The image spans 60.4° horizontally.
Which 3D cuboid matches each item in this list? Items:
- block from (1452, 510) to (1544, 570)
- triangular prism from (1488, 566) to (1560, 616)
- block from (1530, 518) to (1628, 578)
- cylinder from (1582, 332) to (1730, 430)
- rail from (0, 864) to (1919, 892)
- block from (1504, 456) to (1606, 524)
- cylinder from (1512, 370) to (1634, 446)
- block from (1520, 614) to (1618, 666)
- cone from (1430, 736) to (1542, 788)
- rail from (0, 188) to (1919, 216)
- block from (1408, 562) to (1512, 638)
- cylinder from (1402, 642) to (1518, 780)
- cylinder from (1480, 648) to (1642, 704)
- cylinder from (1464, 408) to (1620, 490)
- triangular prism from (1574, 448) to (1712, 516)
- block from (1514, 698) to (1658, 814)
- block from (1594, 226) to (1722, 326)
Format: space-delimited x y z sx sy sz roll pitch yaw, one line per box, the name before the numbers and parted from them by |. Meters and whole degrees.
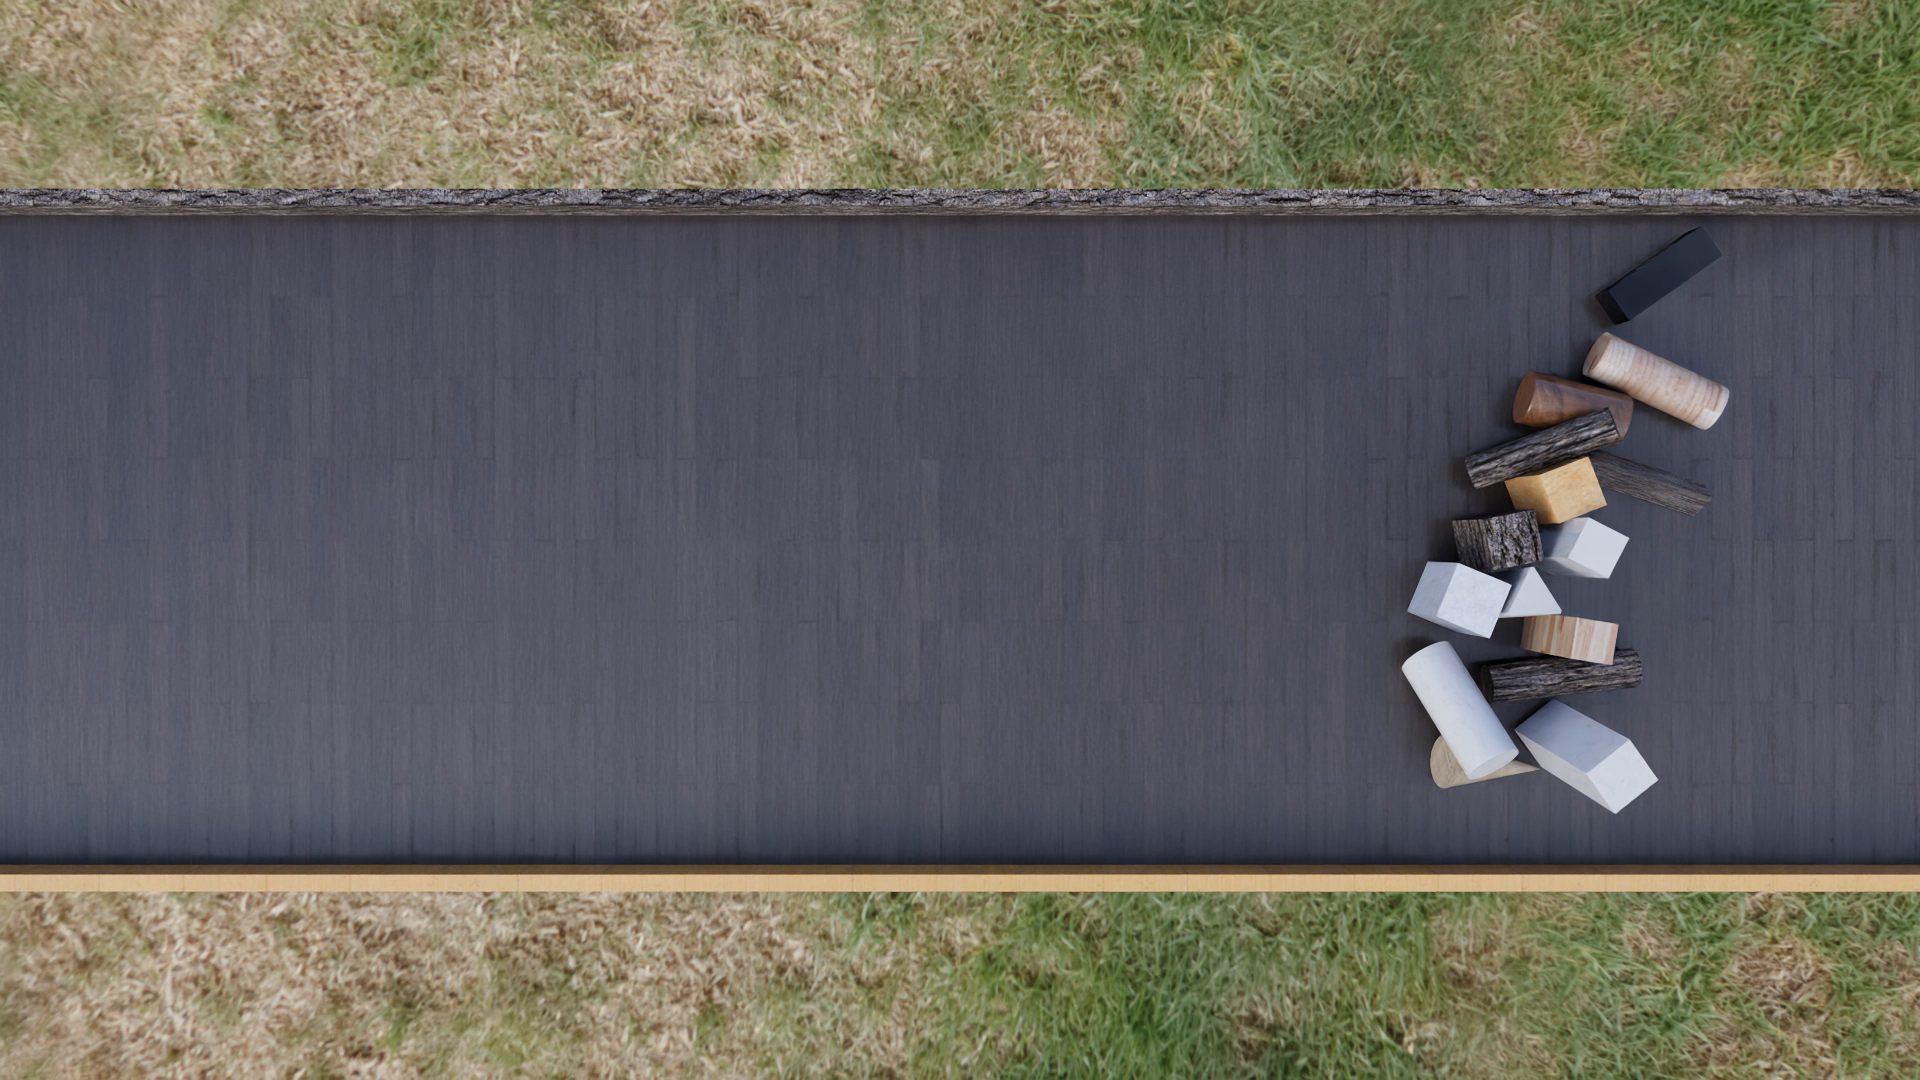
block | 1.600 -0.001 4.919 0.150 0.315 0.150 -11 90 0
triangular prism | 1.641 0.156 4.914 0.156 0.317 0.135 -2 86 -5
block | 1.796 0.022 4.857 0.127 0.438 0.127 27 90 0
cylinder | 2.109 -0.482 5.005 0.396 0.144 0.144 25 90 0
rail | -2.247 1.025 5.001 12.000 0.150 0.050 0 90 0
block | 1.770 -0.144 4.917 0.150 0.318 0.150 -21 90 0
cylinder | 1.854 -0.398 4.995 0.301 0.163 0.163 14 90 0
block | 1.790 0.286 4.863 0.117 0.428 0.117 9 90 0
cone | 1.630 0.687 5.037 0.334 0.165 0.165 6 90 -14
rail | -2.247 -1.025 5.002 12.000 0.150 0.050 0 90 0
block | 1.485 0.175 4.921 0.167 0.311 0.167 23 90 0
cylinder | 1.487 0.505 4.913 0.164 0.164 0.383 -26 62 0
cylinder | 1.827 0.414 5.017 0.449 0.119 0.119 -6 90 0
cylinder | 1.743 -0.271 4.941 0.430 0.106 0.106 -21 90 24
triangular prism | 2.071 -0.189 5.029 0.422 0.091 0.105 18 90 0
block | 1.831 0.628 4.846 0.154 0.438 0.154 -39 103 0
block | 2.125 -0.804 5.022 0.343 0.110 0.110 -35 90 0
